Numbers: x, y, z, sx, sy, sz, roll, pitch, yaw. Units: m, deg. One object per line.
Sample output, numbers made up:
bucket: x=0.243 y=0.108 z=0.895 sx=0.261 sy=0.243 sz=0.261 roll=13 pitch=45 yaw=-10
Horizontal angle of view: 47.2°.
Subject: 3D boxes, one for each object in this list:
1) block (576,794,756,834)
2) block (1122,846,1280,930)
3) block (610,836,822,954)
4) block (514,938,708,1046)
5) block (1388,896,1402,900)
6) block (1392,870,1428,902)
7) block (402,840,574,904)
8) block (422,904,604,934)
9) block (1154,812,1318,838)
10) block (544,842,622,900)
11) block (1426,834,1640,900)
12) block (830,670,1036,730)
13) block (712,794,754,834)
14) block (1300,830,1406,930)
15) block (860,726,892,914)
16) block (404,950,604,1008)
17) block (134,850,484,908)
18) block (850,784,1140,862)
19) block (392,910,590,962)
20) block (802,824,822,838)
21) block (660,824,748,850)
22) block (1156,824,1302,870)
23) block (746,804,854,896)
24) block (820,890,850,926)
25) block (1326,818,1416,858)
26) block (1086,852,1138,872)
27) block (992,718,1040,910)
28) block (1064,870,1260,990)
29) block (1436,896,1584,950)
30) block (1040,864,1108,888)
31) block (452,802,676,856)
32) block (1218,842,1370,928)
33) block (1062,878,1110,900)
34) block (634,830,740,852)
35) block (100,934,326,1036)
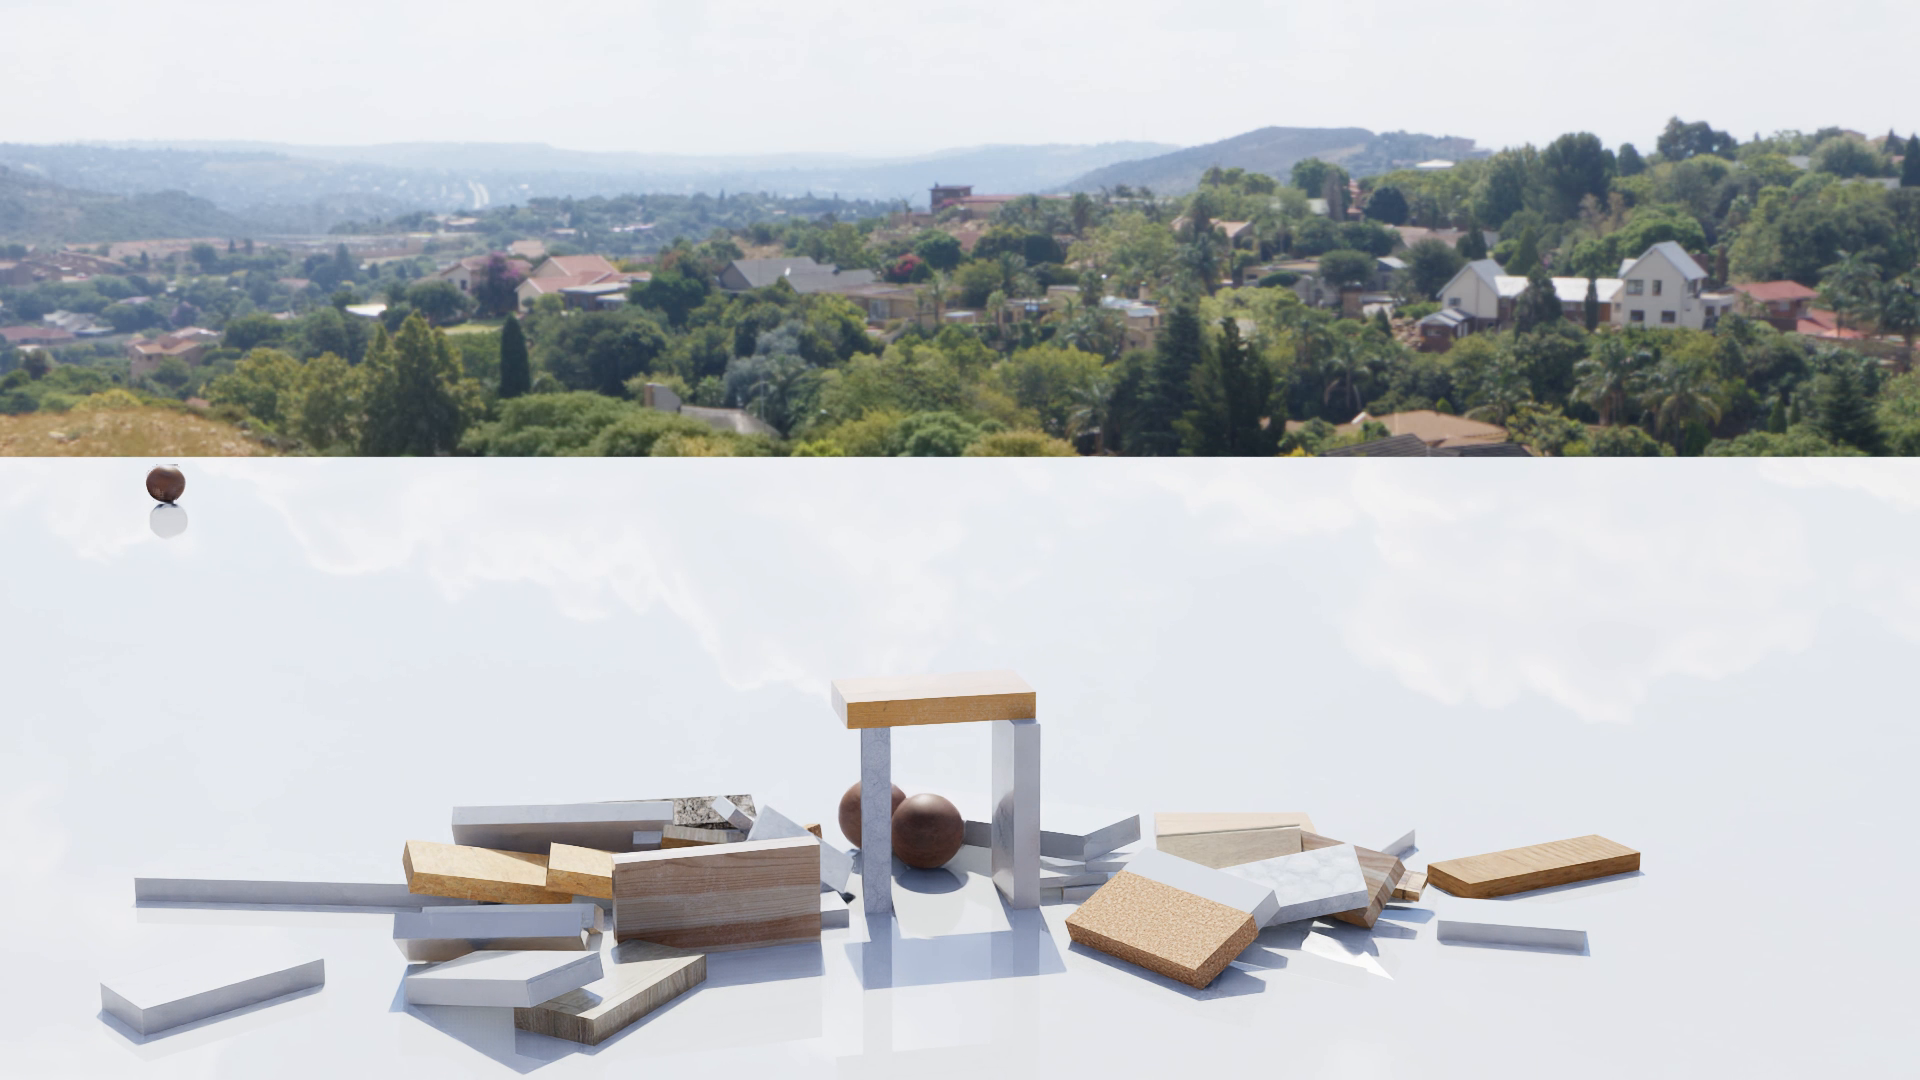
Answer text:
block: x=-0.530 y=0.511 z=3.968 sx=0.319 sy=0.045 sz=0.159 roll=-2 pitch=11 yaw=-10
block: x=0.355 y=0.576 z=3.485 sx=0.138 sy=0.039 sz=0.276 roll=-38 pitch=31 yaw=-30
block: x=-0.377 y=0.556 z=3.414 sx=0.319 sy=0.159 sz=0.045 roll=-3 pitch=11 yaw=-17
block: x=-0.506 y=0.656 z=3.207 sx=0.140 sy=0.040 sz=0.279 roll=5 pitch=12 yaw=27
block: x=0.685 y=0.581 z=3.670 sx=0.127 sy=0.018 sz=0.063 roll=0 pitch=11 yaw=3
block: x=0.698 y=0.559 z=3.609 sx=0.127 sy=0.018 sz=0.063 roll=8 pitch=24 yaw=23
block: x=-0.773 y=0.547 z=3.599 sx=0.260 sy=0.037 sz=0.130 roll=10 pitch=12 yaw=-22
block: x=-0.693 y=0.592 z=3.422 sx=0.260 sy=0.037 sz=0.130 roll=-1 pitch=-14 yaw=-3
block: x=0.489 y=0.525 z=3.914 sx=0.276 sy=0.039 sz=0.138 roll=0 pitch=11 yaw=0
block: x=-0.547 y=0.555 z=3.617 sx=0.260 sy=0.037 sz=0.130 roll=10 pitch=9 yaw=-10
block: x=0.981 y=0.558 z=3.754 sx=0.368 sy=0.032 sz=0.112 roll=-5 pitch=12 yaw=-26
block: x=-0.046 y=0.261 z=3.616 sx=0.311 sy=0.044 sz=0.156 roll=-2 pitch=11 yaw=-13
block: x=-0.339 y=0.504 z=3.761 sx=0.177 sy=0.025 sz=0.089 roll=40 pitch=-7 yaw=-25
block: x=0.598 y=0.549 z=3.603 sx=0.238 sy=0.034 sz=0.119 roll=11 pitch=56 yaw=45
block: x=-0.139 y=0.440 z=3.624 sx=0.044 sy=0.311 sz=0.156 roll=-1 pitch=11 yaw=-4
block: x=-0.659 y=0.631 z=3.172 sx=0.275 sy=0.039 sz=0.137 roll=-8 pitch=3 yaw=39
block: x=-1.071 y=0.568 z=3.681 sx=0.576 sy=0.040 sz=0.140 roll=1 pitch=11 yaw=4
block: x=0.055 y=0.498 z=3.897 sx=0.536 sy=0.045 sz=0.159 roll=2 pitch=9 yaw=41
block: x=-0.703 y=0.598 z=3.315 sx=0.275 sy=0.039 sz=0.137 roll=0 pitch=-25 yaw=-4
block: x=-0.292 y=0.541 z=3.684 sx=0.025 sy=0.089 sz=0.177 roll=-5 pitch=6 yaw=36
block: x=-0.415 y=0.526 z=3.699 sx=0.179 sy=0.090 sz=0.025 roll=8 pitch=44 yaw=-9
block: x=0.445 y=0.534 z=3.628 sx=0.238 sy=0.034 sz=0.119 roll=-6 pitch=43 yaw=11
block: x=-0.265 y=0.519 z=3.642 sx=0.179 sy=0.025 sz=0.090 roll=34 pitch=31 yaw=-8
block: x=-0.275 y=0.600 z=3.545 sx=0.177 sy=0.025 sz=0.089 roll=-3 pitch=11 yaw=-17
block: x=0.701 y=0.539 z=3.853 sx=0.112 sy=0.032 sz=0.223 roll=7 pitch=13 yaw=34
block: x=0.272 y=0.541 z=3.698 sx=0.121 sy=0.017 sz=0.060 roll=1 pitch=7 yaw=5
block: x=0.092 y=0.436 z=3.643 sx=0.044 sy=0.311 sz=0.156 roll=-2 pitch=11 yaw=-12
block: x=0.308 y=0.597 z=3.385 sx=0.138 sy=0.039 sz=0.276 roll=-36 pitch=30 yaw=-32
block: x=0.872 y=0.607 z=3.489 sx=0.223 sy=0.032 sz=0.112 roll=2 pitch=11 yaw=12
block: x=0.180 y=0.561 z=3.678 sx=0.121 sy=0.017 sz=0.060 roll=-2 pitch=7 yaw=-15
block: x=-0.670 y=0.507 z=3.745 sx=0.367 sy=0.137 sz=0.039 roll=-1 pitch=45 yaw=-4
block: x=0.523 y=0.557 z=3.512 sx=0.238 sy=0.034 sz=0.119 roll=-12 pitch=30 yaw=4
block: x=0.231 y=0.581 z=3.668 sx=0.121 sy=0.017 sz=0.060 roll=0 pitch=11 yaw=-1
block: x=-0.463 y=0.532 z=3.742 sx=0.179 sy=0.090 sz=0.025 roll=-1 pitch=45 yaw=-4
block: x=-1.096 y=0.651 z=3.233 sx=0.279 sy=0.040 sz=0.140 roll=-10 pitch=15 yaw=-43
